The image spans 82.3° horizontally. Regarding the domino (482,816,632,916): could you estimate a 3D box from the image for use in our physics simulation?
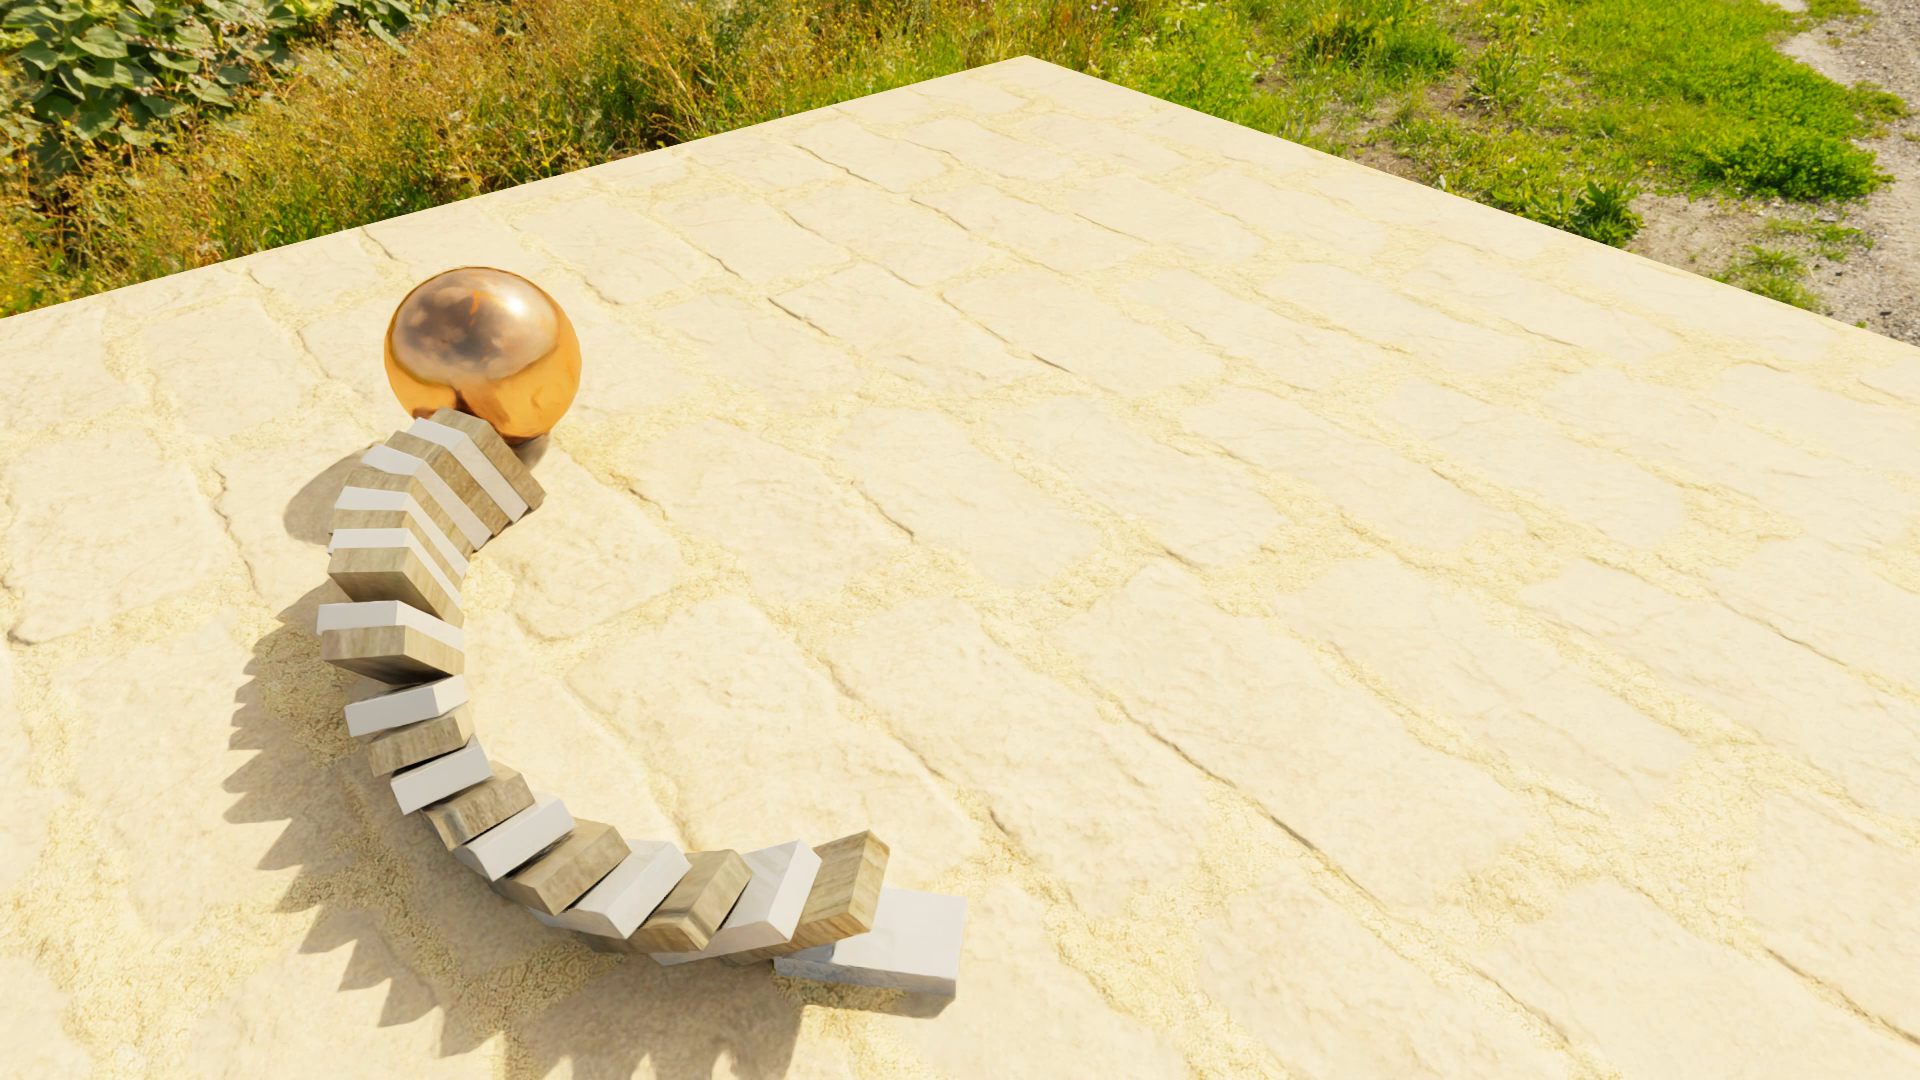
[{"bbox_3d":[-0.116,0.091,0.312,0.050,0.010,0.025,-10,22,49],"label":"domino"}]

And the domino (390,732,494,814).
[{"bbox_3d":[-0.158,0.070,0.335,0.025,0.009,0.050,-23,6,-26],"label":"domino"}]

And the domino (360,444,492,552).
[{"bbox_3d":[-0.208,-0.016,0.431,0.025,0.050,0.009,18,62,20],"label":"domino"}]

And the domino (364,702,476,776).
[{"bbox_3d":[-0.168,0.062,0.345,0.025,0.010,0.050,-18,3,-21],"label":"domino"}]

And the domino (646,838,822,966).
[{"bbox_3d":[-0.063,0.099,0.300,0.050,0.010,0.025,-23,29,31],"label":"domino"}]

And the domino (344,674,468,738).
[{"bbox_3d":[-0.178,0.053,0.355,0.025,0.009,0.050,-13,1,-15],"label":"domino"}]

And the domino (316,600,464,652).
[{"bbox_3d":[-0.193,0.031,0.375,0.025,0.050,0.009,-3,74,-2],"label":"domino"}]

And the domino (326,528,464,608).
[{"bbox_3d":[-0.201,0.013,0.395,0.025,0.050,0.009,-1,58,-1],"label":"domino"}]

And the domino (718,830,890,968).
[{"bbox_3d":[-0.044,0.098,0.300,0.050,0.009,0.025,-25,30,28],"label":"domino"}]

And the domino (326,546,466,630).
[{"bbox_3d":[-0.197,0.020,0.387,0.025,0.050,0.010,-1,58,-1],"label":"domino"}]

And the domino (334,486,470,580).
[{"bbox_3d":[-0.208,-0.001,0.412,0.025,0.050,0.010,6,59,7],"label":"domino"}]

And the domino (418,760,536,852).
[{"bbox_3d":[-0.145,0.078,0.326,0.025,0.009,0.050,-29,10,-31],"label":"domino"}]

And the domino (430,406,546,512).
[{"bbox_3d":[-0.193,-0.033,0.451,0.025,0.050,0.009,18,62,20],"label":"domino"}]

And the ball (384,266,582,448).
[{"bbox_3d":[-0.209,-0.080,0.485,0.080,0.080,0.080,0,39,0],"label":"ball"}]

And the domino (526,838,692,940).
[{"bbox_3d":[-0.099,0.096,0.305,0.050,0.010,0.025,-13,25,44],"label":"domino"}]

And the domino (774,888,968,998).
[{"bbox_3d":[-0.024,0.111,0.308,0.050,0.009,0.025,5,40,6],"label":"domino"}]

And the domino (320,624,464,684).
[{"bbox_3d":[-0.188,0.039,0.367,0.025,0.050,0.009,-4,74,-5],"label":"domino"}]

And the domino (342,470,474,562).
[{"bbox_3d":[-0.210,-0.008,0.420,0.025,0.050,0.009,6,59,8],"label":"domino"}]

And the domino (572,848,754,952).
[{"bbox_3d":[-0.082,0.099,0.301,0.050,0.009,0.025,-18,26,38],"label":"domino"}]

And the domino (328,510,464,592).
[{"bbox_3d":[-0.205,0.007,0.403,0.025,0.050,0.010,1,58,1],"label":"domino"}]

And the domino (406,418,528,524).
[{"bbox_3d":[-0.199,-0.027,0.445,0.025,0.050,0.010,18,62,20],"label":"domino"}]

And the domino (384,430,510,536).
[{"bbox_3d":[-0.204,-0.022,0.438,0.025,0.050,0.009,18,62,20],"label":"domino"}]

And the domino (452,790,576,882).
[{"bbox_3d":[-0.131,0.084,0.318,0.025,0.009,0.050,-33,12,-33],"label":"domino"}]
